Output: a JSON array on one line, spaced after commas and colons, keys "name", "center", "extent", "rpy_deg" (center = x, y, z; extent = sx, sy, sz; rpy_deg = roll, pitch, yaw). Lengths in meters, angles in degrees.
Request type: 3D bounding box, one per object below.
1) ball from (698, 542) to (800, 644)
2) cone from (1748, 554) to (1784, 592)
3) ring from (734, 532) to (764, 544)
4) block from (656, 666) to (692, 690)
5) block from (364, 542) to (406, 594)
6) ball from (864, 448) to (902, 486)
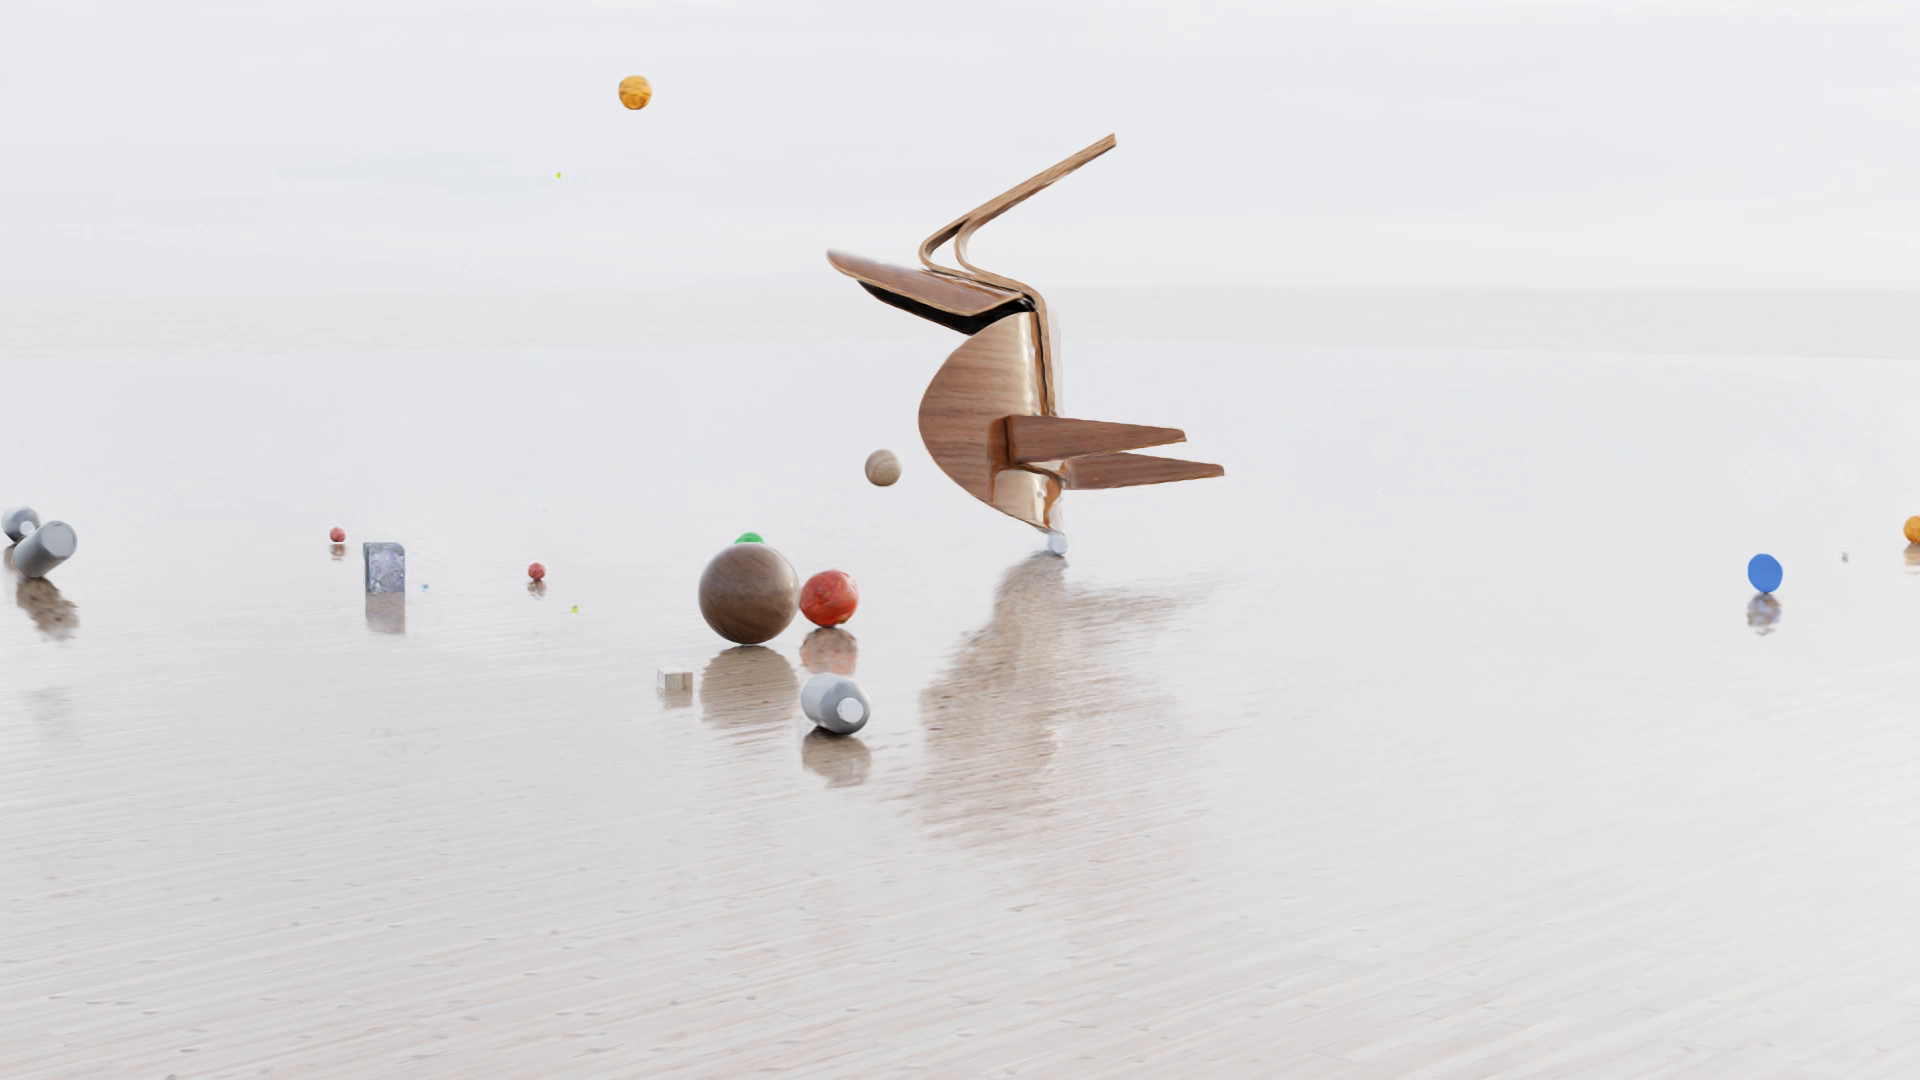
[{"name": "ball", "center": [-0.377, 0.095, 4.588], "extent": [0.185, 0.185, 0.185], "rpy_deg": [0, 6, 0]}, {"name": "cone", "center": [1.703, 0.062, 5.365], "extent": [0.079, 0.084, 0.080], "rpy_deg": [-13, 4, -42]}, {"name": "ring", "center": [-0.491, 0.016, 5.950], "extent": [0.066, 0.031, 0.126], "rpy_deg": [35, 27, 2]}, {"name": "block", "center": [-0.460, 0.222, 4.129], "extent": [0.045, 0.027, 0.076], "rpy_deg": [-2, 6, -16]}, {"name": "block", "center": [-1.215, 0.058, 5.415], "extent": [0.071, 0.090, 0.159], "rpy_deg": [-2, 6, -17]}, {"name": "ball", "center": [-0.129, -0.122, 4.322], "extent": [0.065, 0.065, 0.065], "rpy_deg": [0, 6, 0]}]
